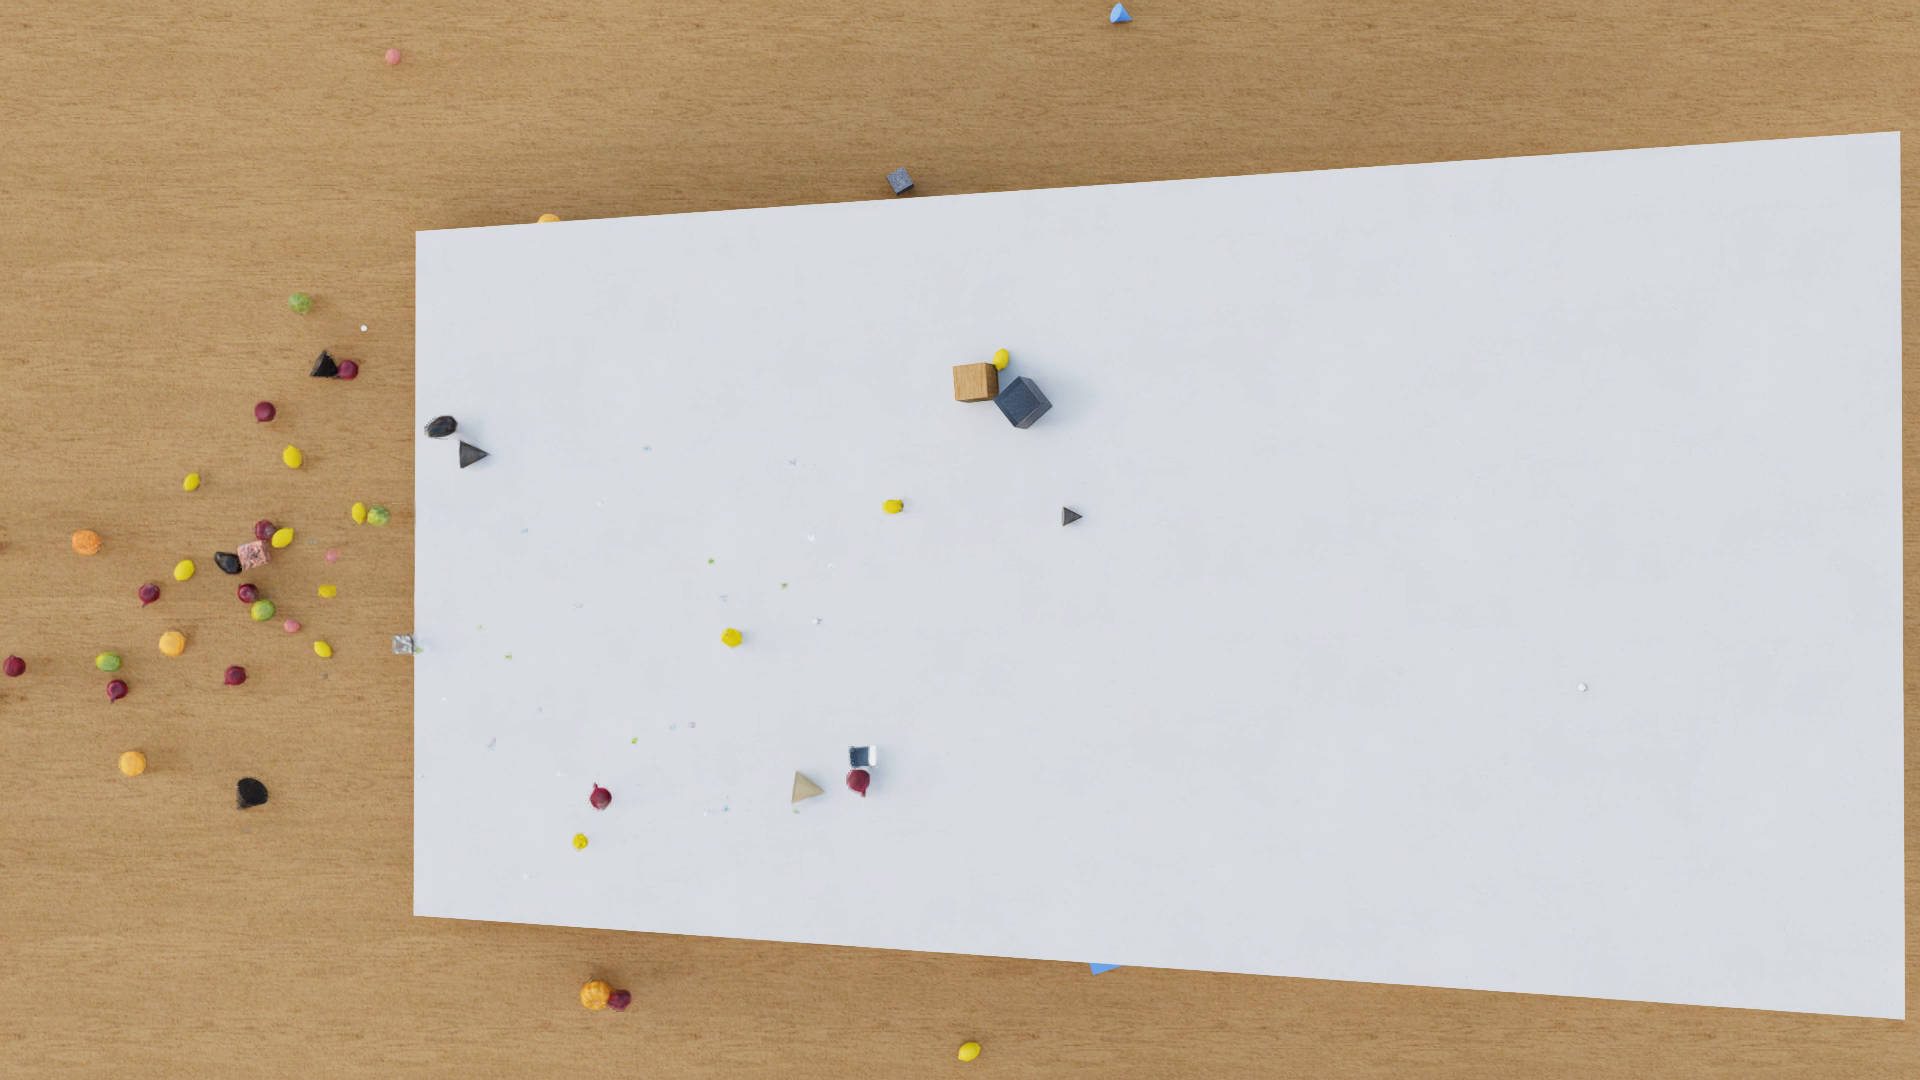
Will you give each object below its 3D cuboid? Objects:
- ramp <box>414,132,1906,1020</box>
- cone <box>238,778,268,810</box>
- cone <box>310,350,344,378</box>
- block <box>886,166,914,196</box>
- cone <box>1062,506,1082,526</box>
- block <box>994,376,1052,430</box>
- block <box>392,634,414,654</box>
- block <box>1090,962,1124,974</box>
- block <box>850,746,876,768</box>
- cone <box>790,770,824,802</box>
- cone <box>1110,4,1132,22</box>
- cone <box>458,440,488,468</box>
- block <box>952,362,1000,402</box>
[{"bbox_3d":[0.283,0.087,5.737,4.000,0.100,2.000,0,89,22],"label":"ramp"},{"bbox_3d":[-2.110,0.771,6.492,0.098,0.098,0.098,44,116,1],"label":"cone"},{"bbox_3d":[-1.860,-0.501,6.510,0.091,0.091,0.091,29,89,-26],"label":"cone"},{"bbox_3d":[-0.177,-1.061,6.508,0.059,0.059,0.059,-30,89,0],"label":"block"},{"bbox_3d":[0.291,-0.061,5.669,0.053,0.053,0.053,1,89,-5],"label":"cone"},{"bbox_3d":[0.163,-0.354,5.686,0.094,0.094,0.094,-42,75,16],"label":"block"},{"bbox_3d":[-1.626,0.303,6.434,0.053,0.053,0.053,0,93,1],"label":"block"},{"bbox_3d":[0.420,1.206,6.459,0.099,0.099,0.099,-18,89,0],"label":"block"},{"bbox_3d":[-0.258,0.576,5.864,0.052,0.052,0.052,-5,87,22],"label":"block"},{"bbox_3d":[-0.404,0.674,5.927,0.090,0.090,0.090,14,89,6],"label":"cone"},{"bbox_3d":[0.488,-1.554,6.530,0.060,0.060,0.060,18,89,-26],"label":"cone"},{"bbox_3d":[-1.396,-0.247,6.336,0.082,0.082,0.082,-1,89,-5],"label":"cone"},{"bbox_3d":[0.043,-0.410,5.737,0.090,0.090,0.090,-5,87,22],"label":"block"}]
